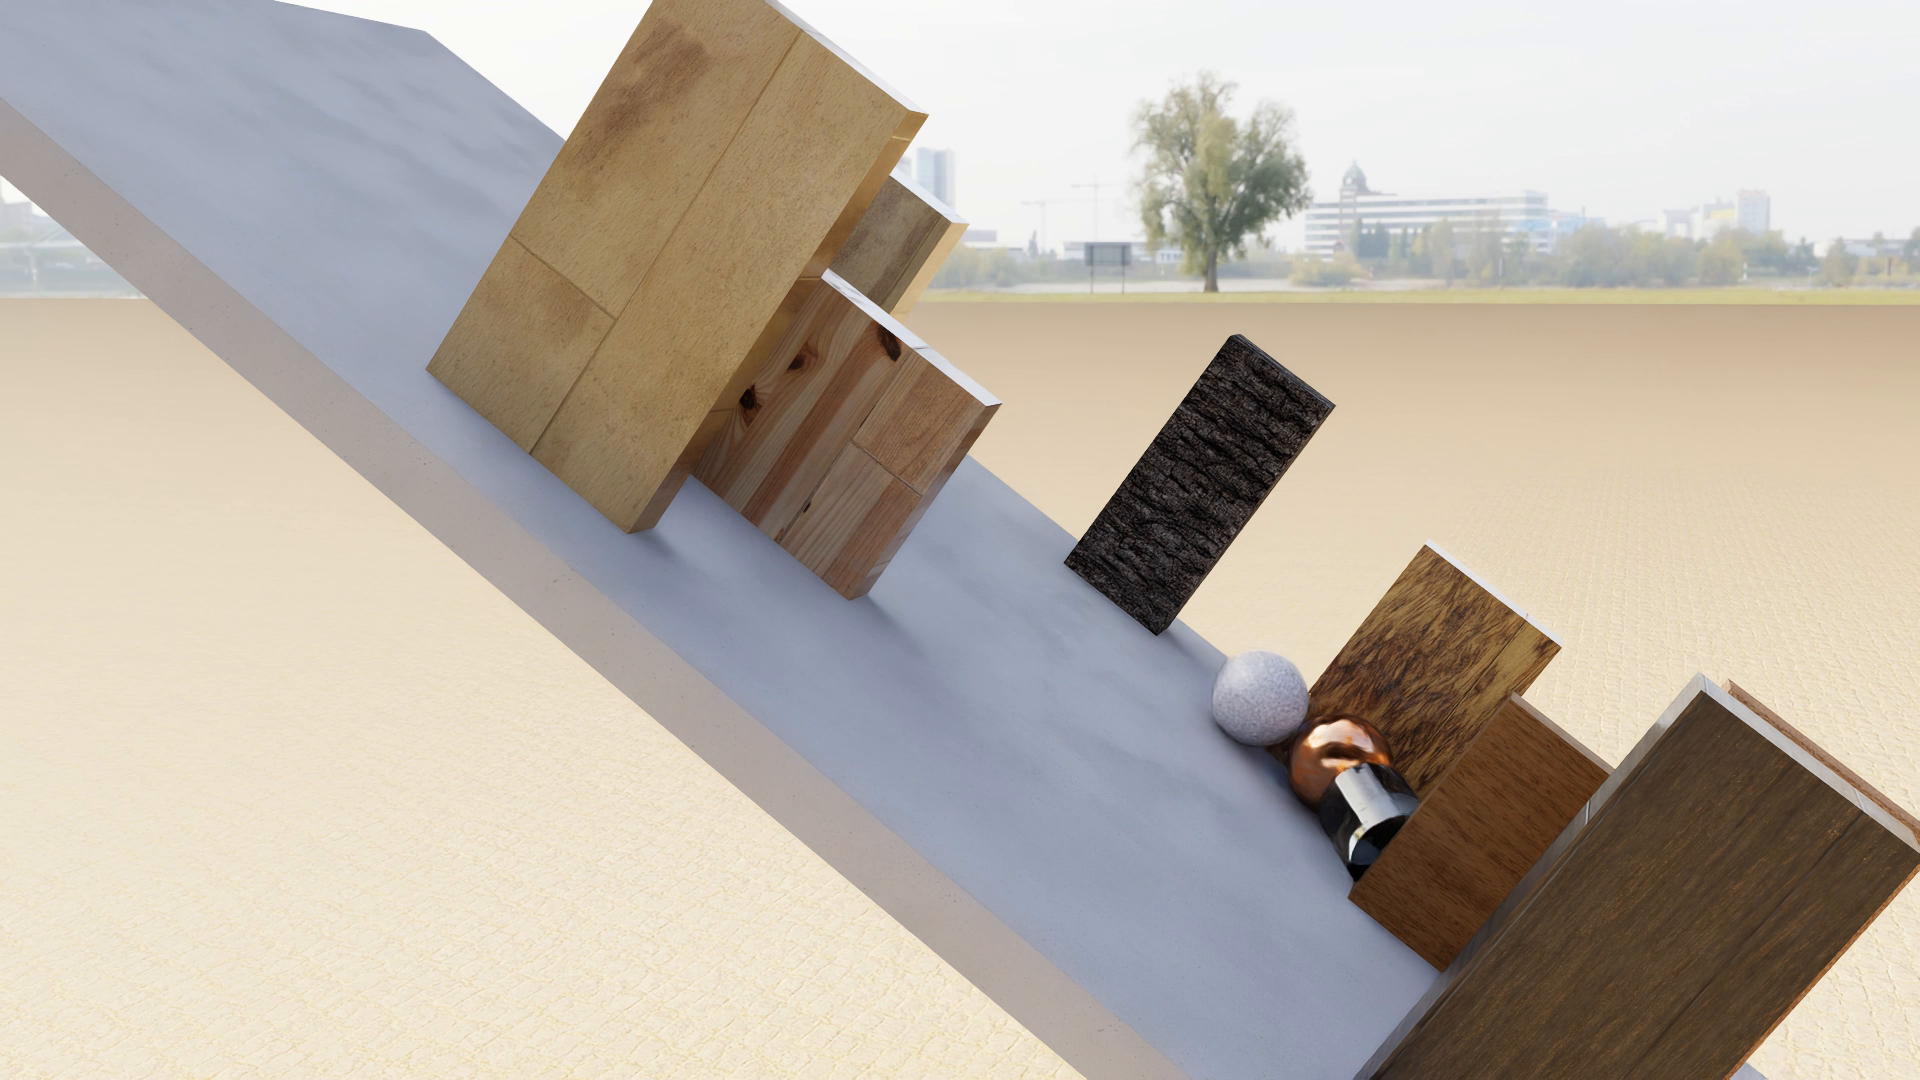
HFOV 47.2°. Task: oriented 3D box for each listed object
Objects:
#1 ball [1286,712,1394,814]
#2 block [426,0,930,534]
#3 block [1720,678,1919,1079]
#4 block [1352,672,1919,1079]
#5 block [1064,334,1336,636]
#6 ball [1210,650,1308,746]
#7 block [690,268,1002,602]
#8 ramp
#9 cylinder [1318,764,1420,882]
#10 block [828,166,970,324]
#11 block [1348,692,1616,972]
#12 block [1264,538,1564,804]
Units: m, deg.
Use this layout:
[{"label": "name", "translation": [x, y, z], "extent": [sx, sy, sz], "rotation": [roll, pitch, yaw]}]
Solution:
[{"label": "ball", "translation": [0.747, 0.444, 4.320], "extent": [0.208, 0.208, 0.208], "rotation": [0, 7, 0]}, {"label": "block", "translation": [-0.443, -0.451, 3.368], "extent": [0.425, 0.784, 0.097], "rotation": [38, 16, 10]}, {"label": "block", "translation": [1.144, 0.643, 3.527], "extent": [0.387, 0.766, 0.093], "rotation": [38, 16, 10]}, {"label": "block", "translation": [0.929, 0.614, 3.098], "extent": [0.354, 0.800, 0.146], "rotation": [38, 16, 10]}, {"label": "block", "translation": [0.512, -0.118, 4.718], "extent": [0.257, 0.611, 0.121], "rotation": [38, 16, 10]}, {"label": "ball", "translation": [0.601, 0.316, 4.413], "extent": [0.195, 0.195, 0.195], "rotation": [0, 7, 0]}, {"label": "block", "translation": [-0.232, -0.201, 3.769], "extent": [0.448, 0.415, 0.097], "rotation": [38, 16, 10]}, {"label": "ramp", "translation": [-0.072, 0.138, 4.073], "extent": [4.000, 0.100, 2.000], "rotation": [38, 16, 10]}, {"label": "cylinder", "translation": [0.795, 0.548, 4.160], "extent": [0.184, 0.184, 0.184], "rotation": [-1, 26, -10]}, {"label": "block", "translation": [-0.298, -0.570, 4.545], "extent": [0.414, 0.503, 0.123], "rotation": [38, 16, 10]}, {"label": "block", "translation": [1.018, 0.594, 3.950], "extent": [0.432, 0.475, 0.080], "rotation": [38, 16, 10]}, {"label": "block", "translation": [0.911, 0.313, 4.437], "extent": [0.331, 0.535, 0.089], "rotation": [38, 16, 10]}]
